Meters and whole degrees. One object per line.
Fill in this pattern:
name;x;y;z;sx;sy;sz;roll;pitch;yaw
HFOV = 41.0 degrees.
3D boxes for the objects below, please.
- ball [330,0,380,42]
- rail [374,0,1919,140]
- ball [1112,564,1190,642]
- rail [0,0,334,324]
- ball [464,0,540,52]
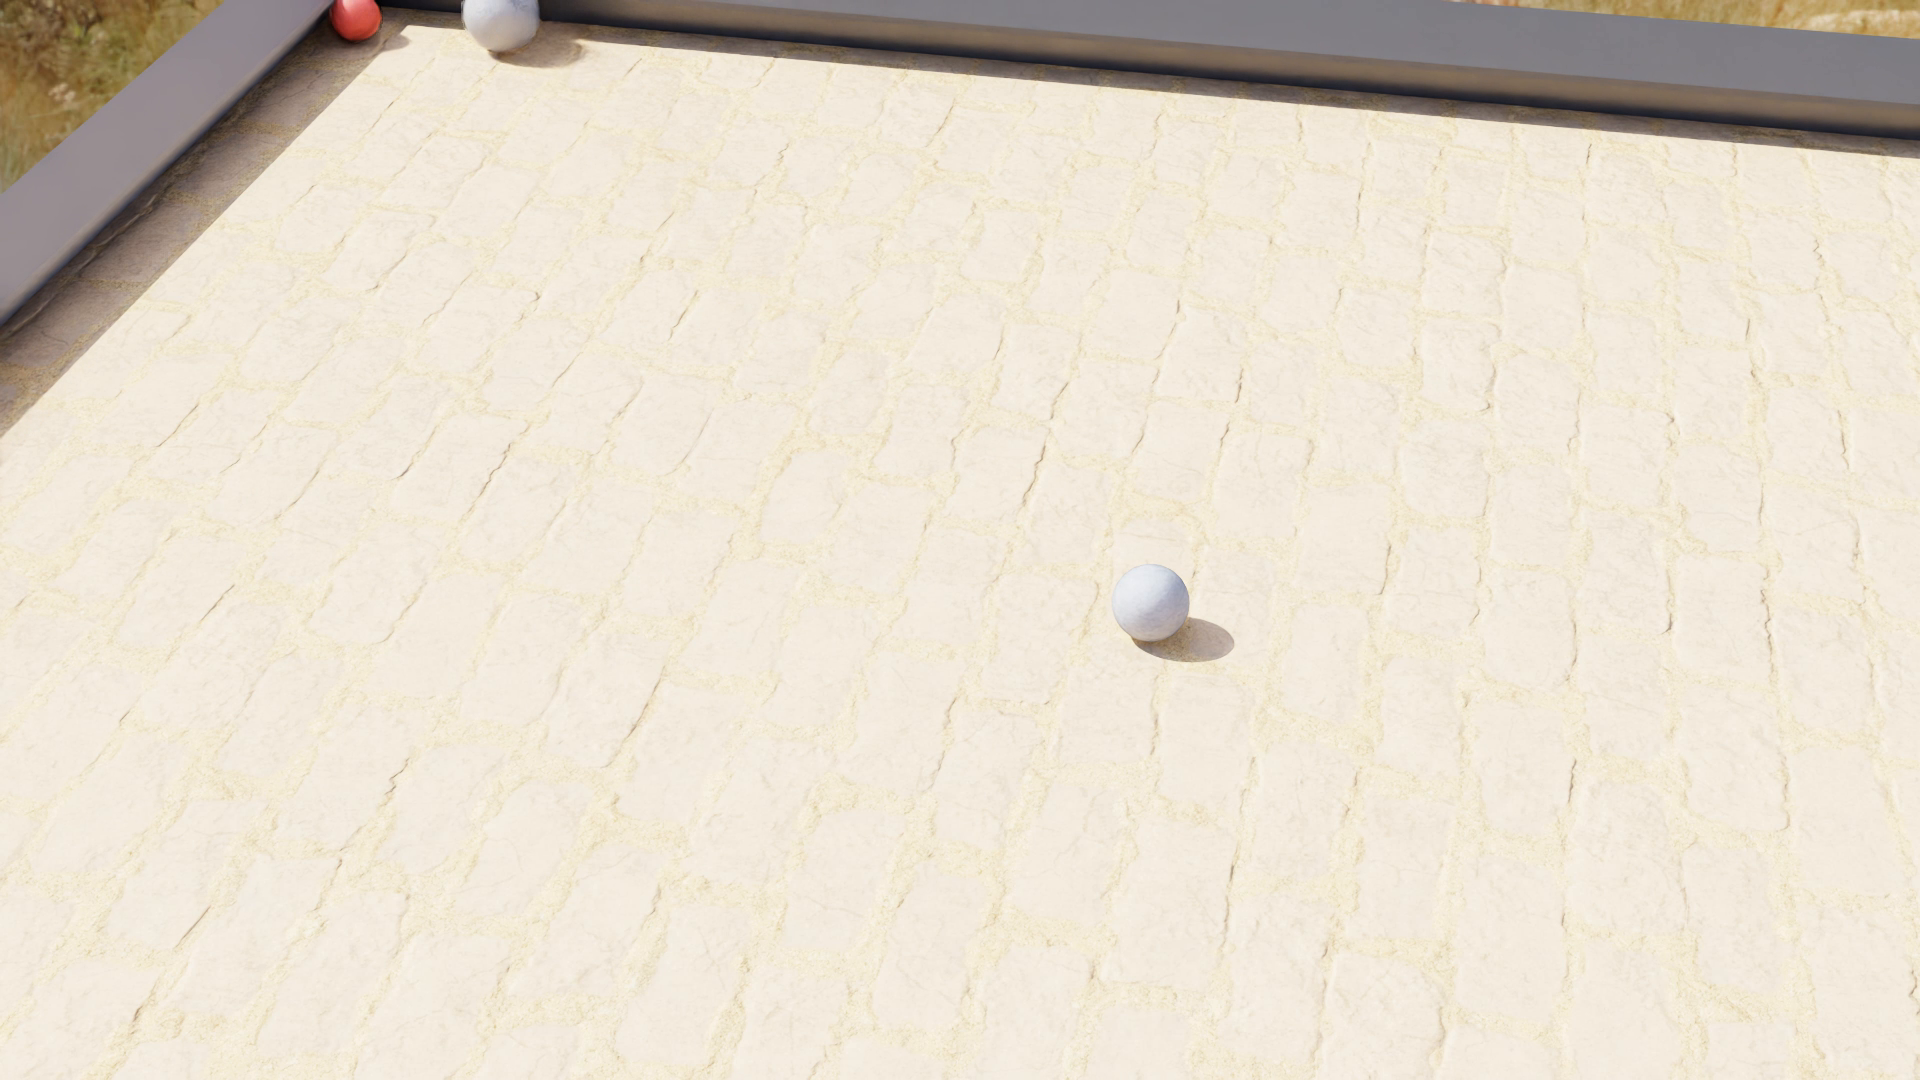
ball;-0.656;-0.569;2.785;0.053;0.053;0.053;0;34;0
rail;1.089;-0.421;2.520;3.662;0.106;0.045;7;35;10
ball;0.140;0.046;1.881;0.057;0.057;0.057;0;34;0
rail;-0.872;-0.123;2.083;0.045;0.106;1.902;7;35;10
ball;-0.492;-0.565;2.755;0.082;0.082;0.082;0;34;0
